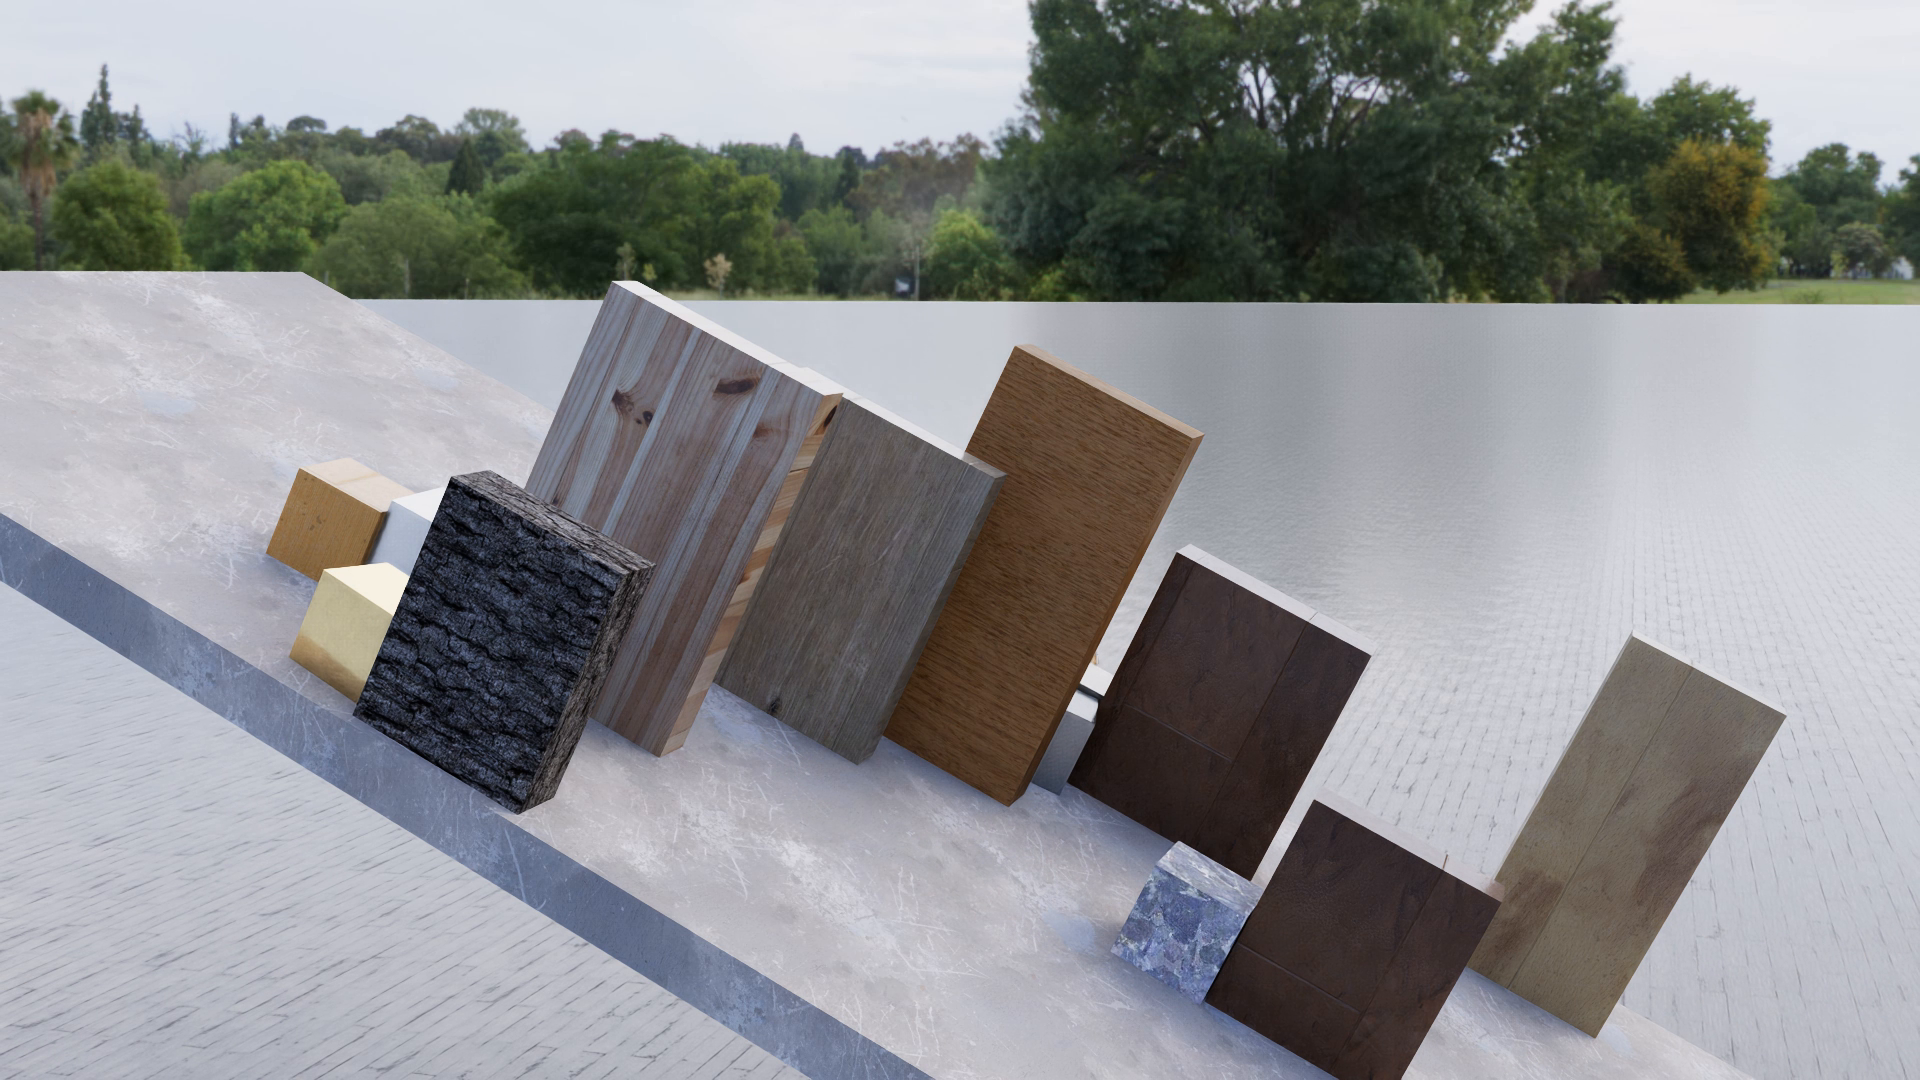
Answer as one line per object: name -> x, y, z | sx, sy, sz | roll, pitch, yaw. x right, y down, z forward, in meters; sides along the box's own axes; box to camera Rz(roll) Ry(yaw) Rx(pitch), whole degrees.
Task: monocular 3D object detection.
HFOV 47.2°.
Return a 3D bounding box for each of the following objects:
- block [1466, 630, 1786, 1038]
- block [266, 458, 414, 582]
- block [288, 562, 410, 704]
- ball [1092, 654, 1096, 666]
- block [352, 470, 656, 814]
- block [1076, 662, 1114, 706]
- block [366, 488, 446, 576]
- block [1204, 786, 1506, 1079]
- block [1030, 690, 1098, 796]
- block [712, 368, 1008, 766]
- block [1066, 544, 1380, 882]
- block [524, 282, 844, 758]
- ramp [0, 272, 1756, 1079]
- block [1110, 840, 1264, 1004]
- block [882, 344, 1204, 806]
block -> 1.329, 0.599, 4.468 | 0.328, 0.768, 0.084 | 29, 14, 12
block -> -1.060, -0.024, 3.805 | 0.165, 0.165, 0.165 | 28, 14, 9
block -> -0.917, 0.146, 3.446 | 0.156, 0.156, 0.156 | 30, 14, 19
ball -> 0.198, 0.268, 4.870 | 0.209, 0.209, 0.209 | 0, 7, 0
block -> -0.686, 0.151, 3.303 | 0.306, 0.409, 0.115 | 29, 14, 12
block -> 0.215, 0.352, 4.652 | 0.180, 0.180, 0.180 | 29, 14, 12
block -> -0.894, 0.044, 3.807 | 0.186, 0.186, 0.186 | 28, 14, 9
block -> 0.667, 0.686, 3.726 | 0.344, 0.409, 0.100 | 29, 14, 12
block -> 0.166, 0.384, 4.465 | 0.168, 0.168, 0.168 | 25, 14, -1
block -> -0.237, 0.048, 4.080 | 0.432, 0.602, 0.081 | 29, 14, 12
block -> 0.526, 0.350, 4.461 | 0.432, 0.533, 0.137 | 29, 14, 12
block -> -0.525, -0.035, 3.701 | 0.414, 0.683, 0.094 | 29, 14, 12
ramp -> -0.249, 0.420, 4.162 | 4.000, 0.100, 2.000 | 29, 14, 12
block -> 0.399, 0.663, 3.825 | 0.177, 0.177, 0.177 | 29, 14, 14
block -> 0.114, 0.068, 4.216 | 0.378, 0.797, 0.115 | 29, 14, 12
